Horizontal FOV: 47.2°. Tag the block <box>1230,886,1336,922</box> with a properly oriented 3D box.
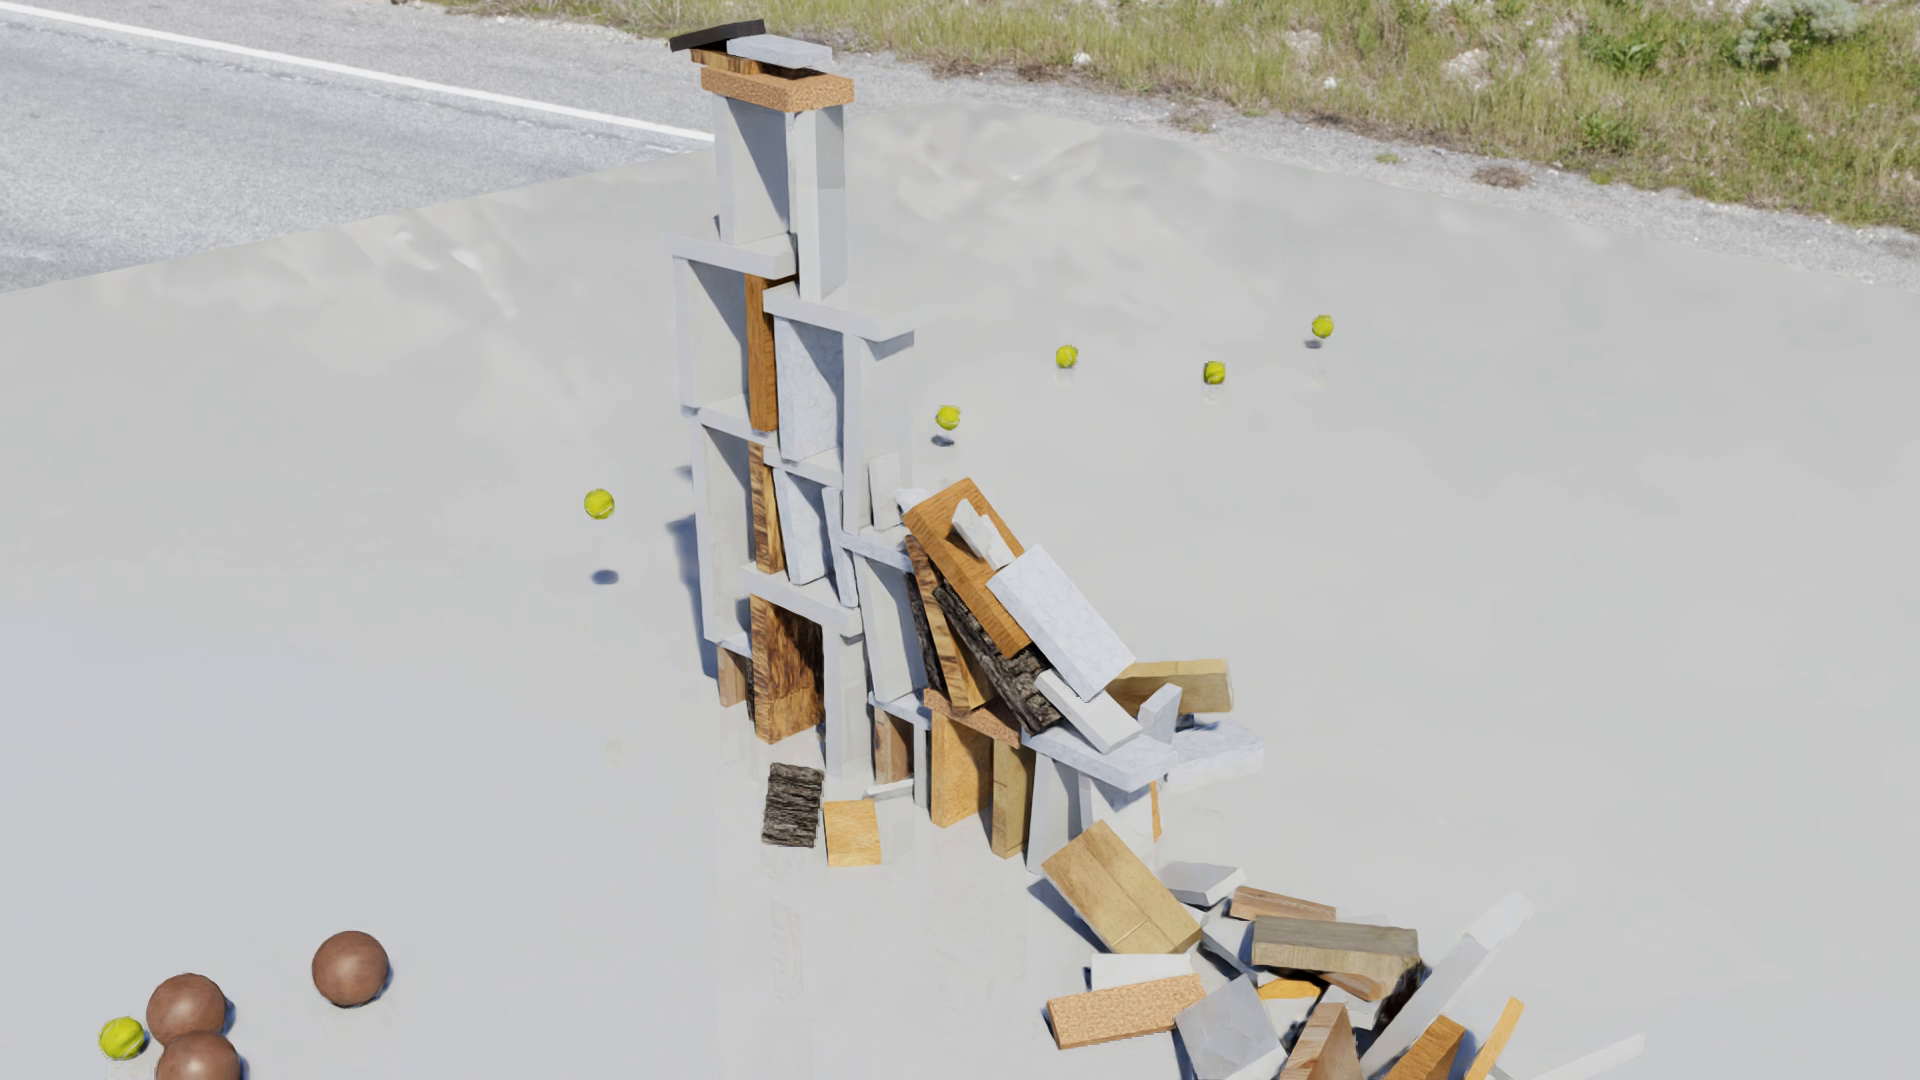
[{"bbox_3d":[0.582,0.669,3.958,0.184,0.026,0.092,12,13,10],"label":"block"}]

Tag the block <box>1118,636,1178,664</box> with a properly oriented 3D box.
[{"bbox_3d":[0.367,0.269,5.078,0.266,0.038,0.133,1,23,2],"label":"block"}]

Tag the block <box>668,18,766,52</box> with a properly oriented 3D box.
[{"bbox_3d":[-0.477,-0.990,4.317,0.096,0.027,0.192,-19,14,-38],"label":"block"}]

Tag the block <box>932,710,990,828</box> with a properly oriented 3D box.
[{"bbox_3d":[0.001,0.439,4.400,0.036,0.255,0.127,22,32,40],"label":"block"}]

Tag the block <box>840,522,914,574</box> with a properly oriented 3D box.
[{"bbox_3d":[-0.113,0.011,4.342,0.236,0.033,0.118,20,30,38],"label":"block"}]

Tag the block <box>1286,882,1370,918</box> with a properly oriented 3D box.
[{"bbox_3d":[0.693,0.699,4.079,0.092,0.026,0.184,-17,28,-34],"label":"block"}]

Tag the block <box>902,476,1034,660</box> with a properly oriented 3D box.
[{"bbox_3d":[0.053,0.051,4.163,0.167,0.047,0.334,-30,80,-44],"label":"block"}]

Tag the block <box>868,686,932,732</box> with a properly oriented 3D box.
[{"bbox_3d":[-0.089,0.335,4.471,0.183,0.026,0.091,21,31,40],"label":"block"}]

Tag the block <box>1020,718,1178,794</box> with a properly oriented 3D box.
[{"bbox_3d":[0.259,0.385,4.103,0.271,0.038,0.135,21,31,40],"label":"block"}]

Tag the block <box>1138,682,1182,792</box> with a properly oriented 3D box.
[{"bbox_3d":[0.387,0.422,4.448,0.035,0.247,0.123,22,30,24],"label":"block"}]

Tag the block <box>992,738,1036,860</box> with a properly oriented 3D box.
[{"bbox_3d":[0.122,0.485,4.292,0.036,0.255,0.127,22,31,40],"label":"block"}]

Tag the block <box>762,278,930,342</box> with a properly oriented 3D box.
[{"bbox_3d":[-0.221,-0.453,4.275,0.301,0.043,0.151,18,29,35],"label":"block"}]

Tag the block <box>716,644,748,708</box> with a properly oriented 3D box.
[{"bbox_3d":[-0.501,0.291,4.885,0.021,0.149,0.074,20,30,41],"label":"block"}]

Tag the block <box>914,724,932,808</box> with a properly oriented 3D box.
[{"bbox_3d":[-0.051,0.446,4.475,0.091,0.183,0.026,-21,31,-40],"label":"block"}]

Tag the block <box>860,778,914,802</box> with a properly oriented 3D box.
[{"bbox_3d":[-0.145,0.513,4.486,0.106,0.053,0.015,-9,64,-21],"label":"block"}]

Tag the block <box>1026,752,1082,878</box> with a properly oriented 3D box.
[{"bbox_3d":[0.198,0.503,4.226,0.135,0.271,0.038,-21,36,-40],"label":"block"}]

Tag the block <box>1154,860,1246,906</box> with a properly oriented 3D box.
[{"bbox_3d":[0.427,0.633,4.063,0.097,0.028,0.194,-28,12,-33],"label":"block"}]

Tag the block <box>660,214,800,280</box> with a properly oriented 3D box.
[{"bbox_3d":[-0.432,-0.593,4.438,0.324,0.046,0.162,18,29,37],"label":"block"}]

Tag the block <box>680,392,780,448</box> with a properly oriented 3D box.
[{"bbox_3d":[-0.440,-0.263,4.600,0.283,0.040,0.141,20,30,39],"label":"block"}]

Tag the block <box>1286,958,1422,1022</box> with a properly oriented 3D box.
[{"bbox_3d":[0.681,0.768,3.839,0.228,0.032,0.114,8,56,18],"label":"block"}]

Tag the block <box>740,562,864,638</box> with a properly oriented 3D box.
[{"bbox_3d":[-0.283,0.103,4.578,0.171,0.049,0.343,-21,31,-40],"label":"block"}]

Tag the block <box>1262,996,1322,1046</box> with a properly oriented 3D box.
[{"bbox_3d":[0.556,0.816,3.727,0.182,0.026,0.091,-4,27,7],"label":"block"}]

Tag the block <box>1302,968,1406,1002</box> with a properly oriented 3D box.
[{"bbox_3d":[0.668,0.738,3.753,0.087,0.025,0.174,-5,12,-33],"label":"block"}]

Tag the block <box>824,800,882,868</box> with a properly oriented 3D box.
[{"bbox_3d":[-0.215,0.580,4.357,0.103,0.029,0.205,-2,23,-6],"label":"block"}]

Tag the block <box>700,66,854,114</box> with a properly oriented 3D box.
[{"bbox_3d":[-0.352,-0.873,4.216,0.150,0.042,0.300,-18,28,-35],"label":"block"}]

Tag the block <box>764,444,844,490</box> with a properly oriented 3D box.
[{"bbox_3d":[-0.268,-0.159,4.453,0.246,0.035,0.123,19,30,38],"label":"block"}]

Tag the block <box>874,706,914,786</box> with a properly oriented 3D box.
[{"bbox_3d":[-0.134,0.414,4.552,0.026,0.183,0.091,20,30,39],"label":"block"}]

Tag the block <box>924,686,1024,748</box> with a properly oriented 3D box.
[{"bbox_3d":[0.064,0.328,4.289,0.255,0.036,0.127,21,31,40],"label":"block"}]

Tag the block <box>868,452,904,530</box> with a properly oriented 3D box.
[{"bbox_3d":[-0.144,-0.095,4.318,0.020,0.140,0.070,8,20,38],"label":"block"}]

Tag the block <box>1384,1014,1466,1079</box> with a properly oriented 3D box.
[{"bbox_3d":[0.681,0.892,3.441,0.046,0.163,0.327,28,34,26],"label":"block"}]

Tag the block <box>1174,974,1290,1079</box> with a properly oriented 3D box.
[{"bbox_3d":[0.447,0.822,3.617,0.144,0.041,0.288,-32,12,3],"label":"block"}]

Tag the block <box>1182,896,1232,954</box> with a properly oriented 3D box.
[{"bbox_3d":[0.455,0.696,4.032,0.114,0.032,0.228,-29,30,-37],"label":"block"}]

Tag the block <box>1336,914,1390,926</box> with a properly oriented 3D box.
[{"bbox_3d":[0.661,0.728,3.950,0.228,0.032,0.114,-8,22,9],"label":"block"}]

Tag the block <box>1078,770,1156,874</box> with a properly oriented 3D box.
[{"bbox_3d":[0.296,0.540,4.138,0.135,0.271,0.038,-14,18,-30],"label":"block"}]

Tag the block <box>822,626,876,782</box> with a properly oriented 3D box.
[{"bbox_3d":[-0.202,0.315,4.580,0.049,0.343,0.171,21,31,41],"label":"block"}]

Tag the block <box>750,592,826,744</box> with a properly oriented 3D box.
[{"bbox_3d":[-0.363,0.252,4.729,0.049,0.343,0.171,21,31,41],"label":"block"}]

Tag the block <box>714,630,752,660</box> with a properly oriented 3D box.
[{"bbox_3d":[-0.467,0.224,4.821,0.148,0.021,0.074,19,29,41],"label":"block"}]

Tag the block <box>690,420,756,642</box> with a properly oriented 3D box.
[{"bbox_3d":[-0.503,-0.034,4.762,0.040,0.505,0.141,18,29,40],"label":"block"}]

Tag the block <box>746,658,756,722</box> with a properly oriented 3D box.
[{"bbox_3d":[-0.430,0.319,4.819,0.021,0.148,0.074,21,31,40],"label":"block"}]
